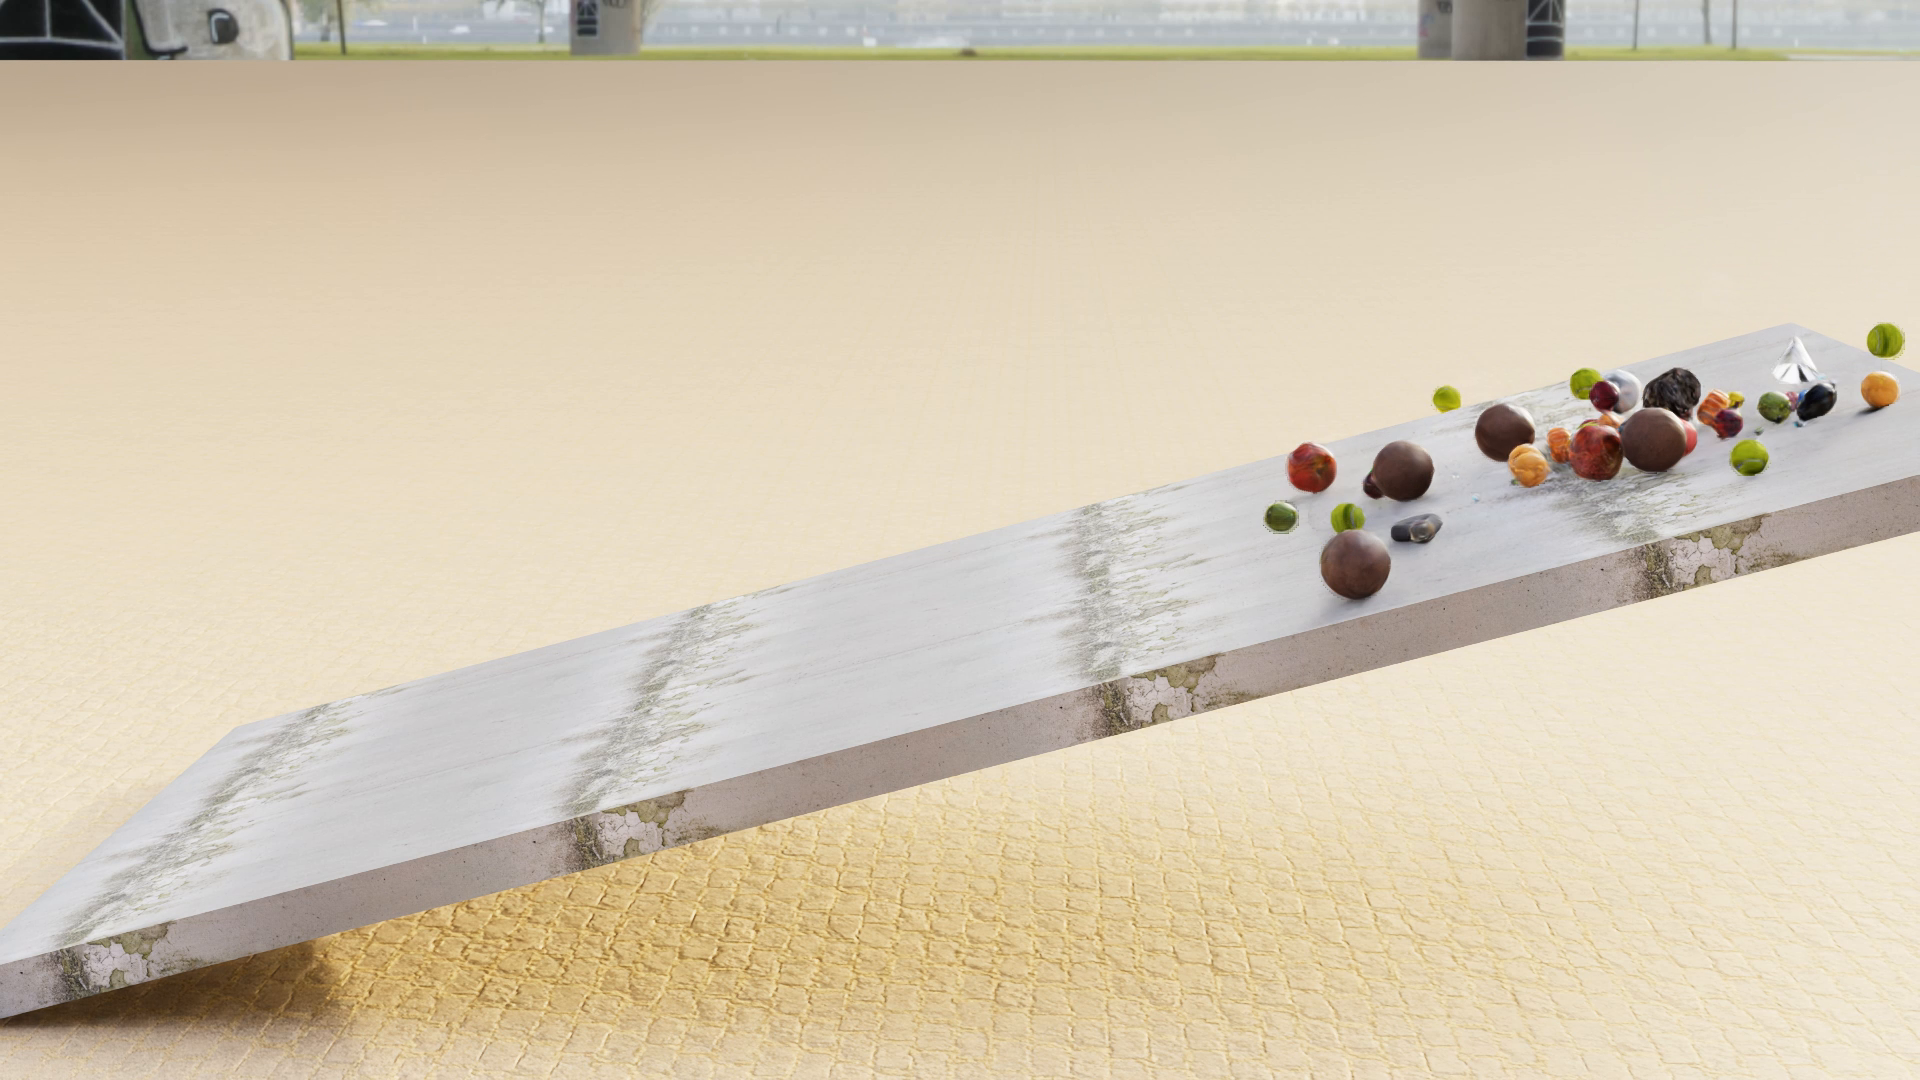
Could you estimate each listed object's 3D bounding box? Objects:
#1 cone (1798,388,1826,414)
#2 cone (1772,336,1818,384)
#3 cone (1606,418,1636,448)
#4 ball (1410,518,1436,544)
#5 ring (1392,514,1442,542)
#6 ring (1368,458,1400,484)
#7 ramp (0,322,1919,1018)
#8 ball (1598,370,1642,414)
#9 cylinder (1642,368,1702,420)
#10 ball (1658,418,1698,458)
[{"bbox_3d":[1.738,-0.274,6.015,0.057,0.057,0.057,1,-16,8],"label":"cone"},{"bbox_3d":[1.802,-0.401,6.339,0.094,0.094,0.094,7,-23,3],"label":"cone"},{"bbox_3d":[1.386,-0.228,6.143,0.060,0.060,0.060,7,18,-2],"label":"cone"},{"bbox_3d":[0.906,-0.017,5.759,0.050,0.050,0.050,0,10,0],"label":"ball"},{"bbox_3d":[0.907,-0.024,5.847,0.104,0.035,0.104,-16,8,2],"label":"ring"},{"bbox_3d":[0.939,-0.153,6.507,0.077,0.026,0.077,-23,-22,-10],"label":"ring"},{"bbox_3d":[0.079,0.191,6.331,4.000,0.100,2.000,-15,9,4],"label":"ramp"},{"bbox_3d":[1.473,-0.332,6.572,0.096,0.096,0.096,0,10,0],"label":"ball"},{"bbox_3d":[1.483,-0.303,6.133,0.092,0.092,0.092,-2,-10,-10],"label":"cylinder"},{"bbox_3d":[1.445,-0.205,5.919,0.077,0.077,0.077,0,10,0],"label":"ball"}]
